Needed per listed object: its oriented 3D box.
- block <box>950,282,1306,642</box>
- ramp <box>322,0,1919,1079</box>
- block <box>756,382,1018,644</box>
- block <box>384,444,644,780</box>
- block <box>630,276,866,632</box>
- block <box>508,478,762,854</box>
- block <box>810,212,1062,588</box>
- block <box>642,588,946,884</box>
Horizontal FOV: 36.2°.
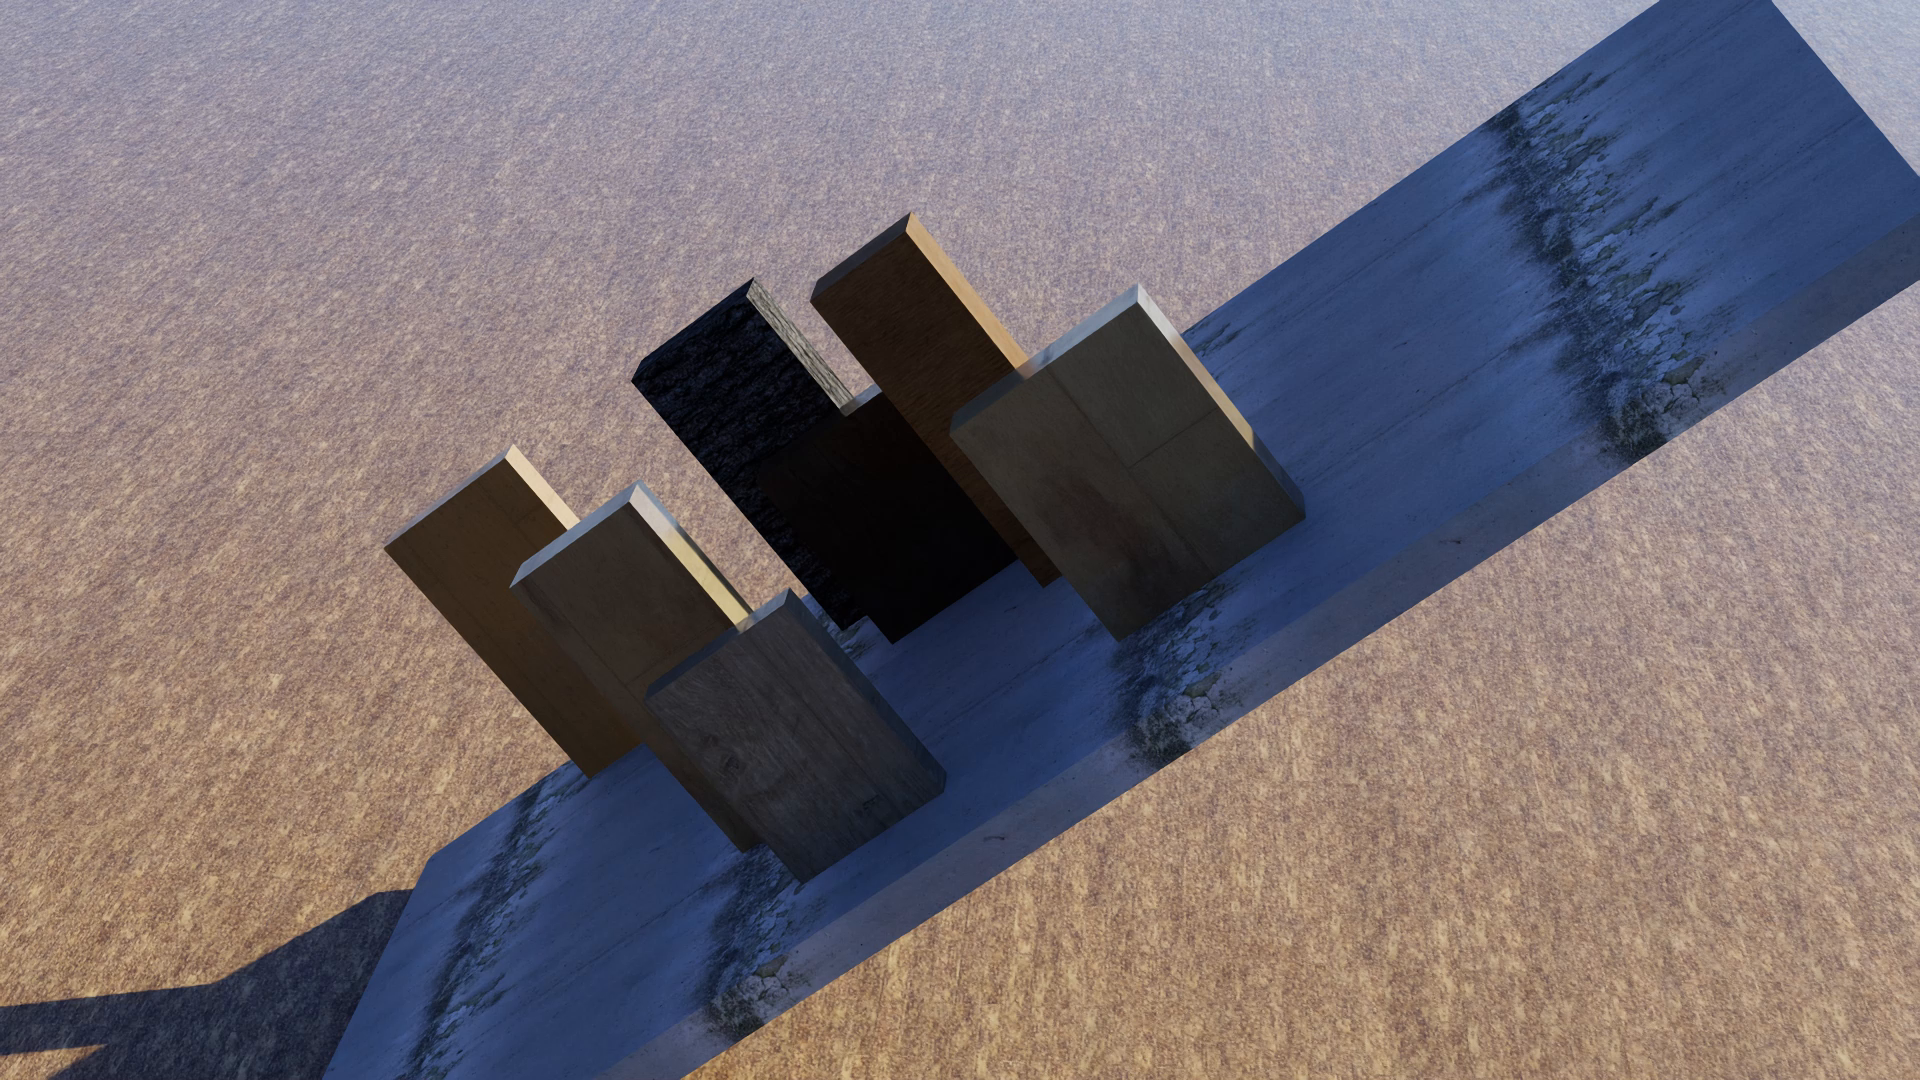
[{"bbox_3d":[0.320,-0.143,5.599,0.441,0.534,0.116,-35,16,17],"label":"block"},{"bbox_3d":[0.127,0.180,6.326,4.000,0.100,2.000,-35,16,17],"label":"ramp"},{"bbox_3d":[-0.127,-0.086,6.545,0.435,0.490,0.109,-35,16,17],"label":"block"},{"bbox_3d":[-1.009,0.184,7.272,0.401,0.780,0.095,-35,16,17],"label":"block"},{"bbox_3d":[-0.376,-0.196,6.879,0.346,0.781,0.147,-35,16,17],"label":"block"},{"bbox_3d":[-0.552,0.265,6.058,0.322,0.748,0.127,-35,16,17],"label":"block"},{"bbox_3d":[0.038,-0.289,6.166,0.252,0.794,0.143,-35,16,17],"label":"block"},{"bbox_3d":[-0.317,0.382,5.677,0.352,0.489,0.080,-35,16,17],"label":"block"}]
